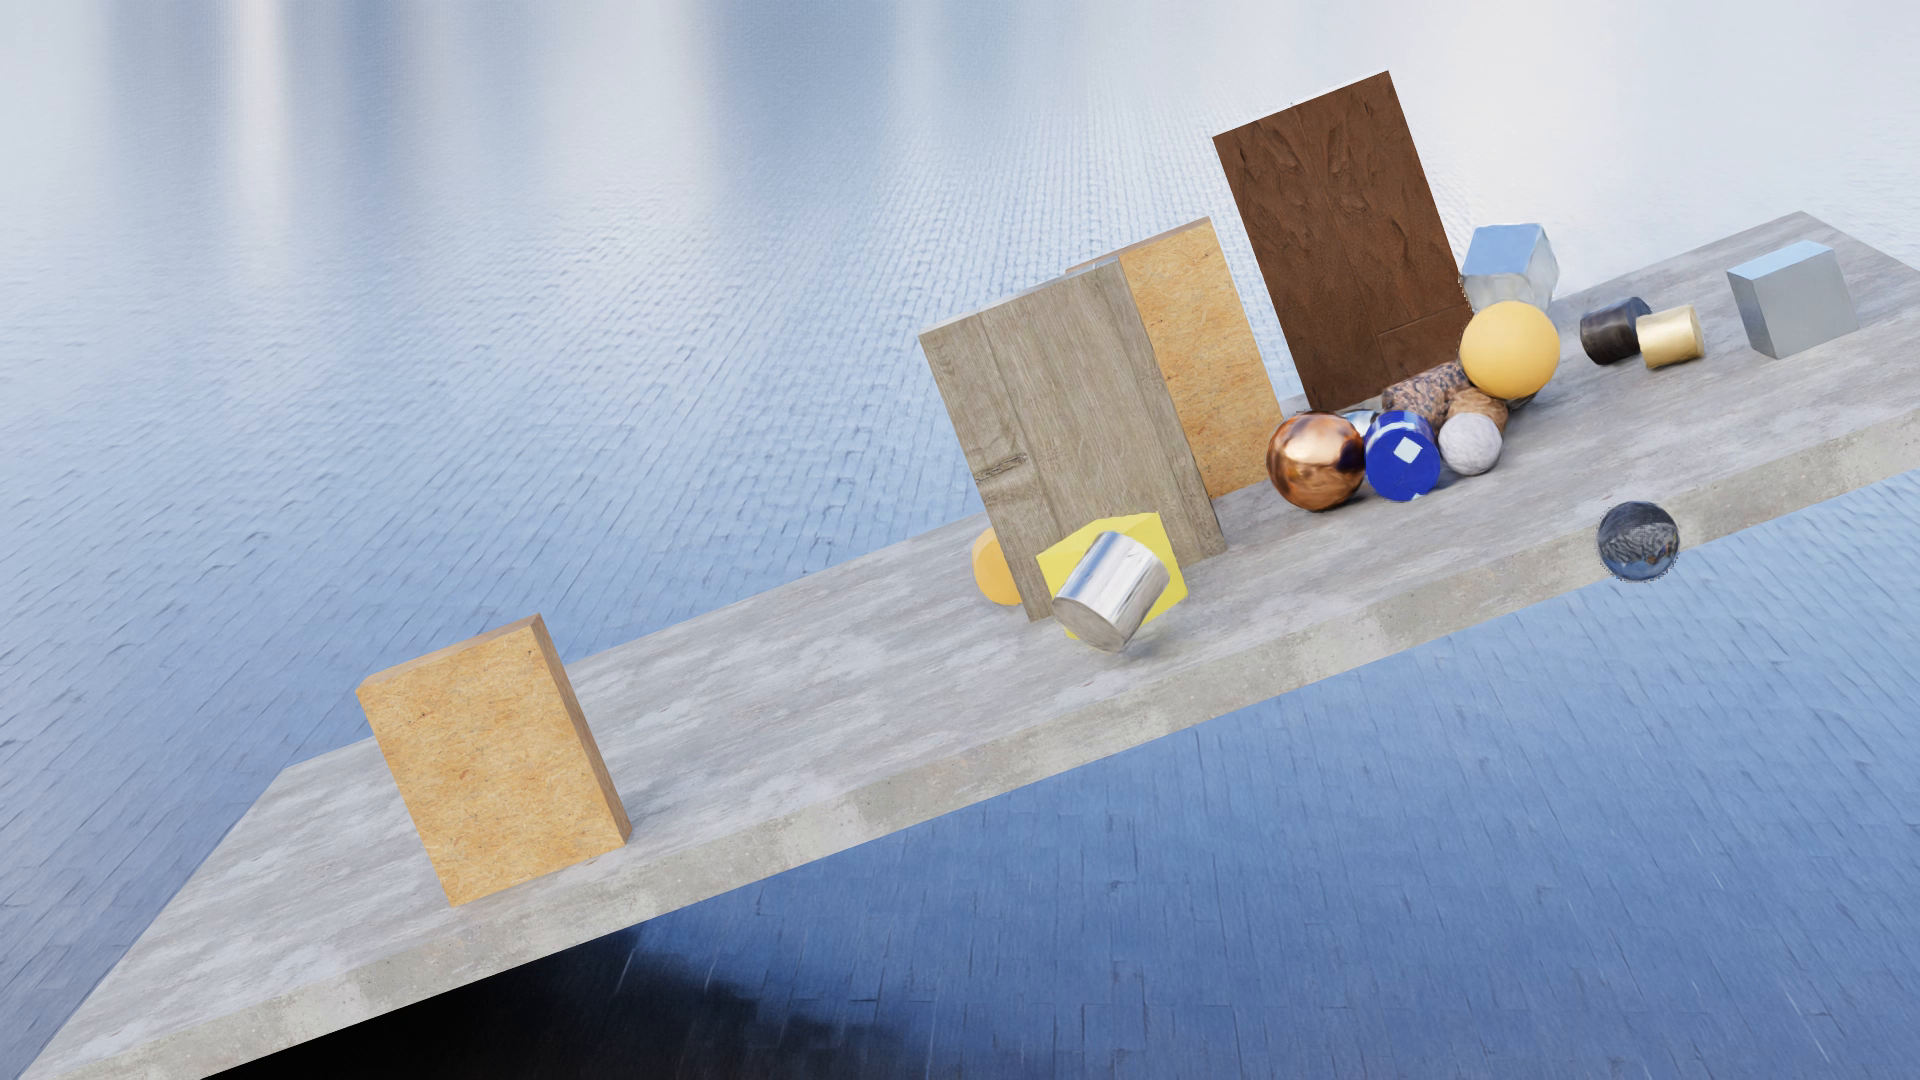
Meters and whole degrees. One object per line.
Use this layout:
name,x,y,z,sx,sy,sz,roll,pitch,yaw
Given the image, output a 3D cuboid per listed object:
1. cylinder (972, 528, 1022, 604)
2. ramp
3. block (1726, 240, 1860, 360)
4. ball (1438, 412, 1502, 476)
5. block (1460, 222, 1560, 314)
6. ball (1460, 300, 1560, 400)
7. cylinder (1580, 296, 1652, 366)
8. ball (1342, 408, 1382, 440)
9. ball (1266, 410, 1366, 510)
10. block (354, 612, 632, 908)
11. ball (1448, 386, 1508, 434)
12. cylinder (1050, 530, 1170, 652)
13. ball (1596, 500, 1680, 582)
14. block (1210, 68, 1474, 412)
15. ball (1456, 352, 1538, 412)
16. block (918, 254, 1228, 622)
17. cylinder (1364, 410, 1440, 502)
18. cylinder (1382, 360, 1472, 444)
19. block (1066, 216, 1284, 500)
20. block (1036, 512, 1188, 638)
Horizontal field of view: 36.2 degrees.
cylinder,0.101,0.051,6.267,0.148,0.148,0.148,-1,11,-2
ramp,0.120,0.175,6.294,4.000,0.100,2.000,-20,12,7
block,1.650,-0.477,5.831,0.171,0.171,0.171,-21,12,2
ball,1.005,-0.190,5.800,0.125,0.125,0.125,0,13,0
block,1.259,-0.609,6.729,0.158,0.158,0.158,0,49,32
ball,1.108,-0.382,5.924,0.199,0.199,0.199,0,13,0
cylinder,1.395,-0.443,6.234,0.117,0.117,0.117,-19,-2,42
ball,0.847,-0.217,6.205,0.124,0.124,0.124,0,13,0
ball,0.725,-0.162,5.977,0.204,0.204,0.204,0,13,0
block,-0.883,0.420,5.594,0.360,0.461,0.098,-20,12,7
ball,1.057,-0.253,6.003,0.120,0.120,0.120,0,13,0
cylinder,0.278,0.096,5.430,0.160,0.160,0.160,13,59,44
ball,1.135,0.001,4.925,0.136,0.136,0.136,0,13,0
block,0.899,-0.682,6.789,0.424,0.699,0.087,-20,12,7
ball,1.131,-0.357,6.163,0.184,0.184,0.184,0,13,0
block,0.231,-0.203,5.973,0.429,0.636,0.081,-20,12,7
cylinder,0.878,-0.168,5.848,0.146,0.146,0.146,1,18,5
cylinder,0.984,-0.275,6.148,0.153,0.153,0.153,-23,17,-6
block,0.489,-0.378,6.452,0.336,0.576,0.106,-20,12,7
block,0.299,0.070,5.759,0.179,0.179,0.179,-31,15,-37
